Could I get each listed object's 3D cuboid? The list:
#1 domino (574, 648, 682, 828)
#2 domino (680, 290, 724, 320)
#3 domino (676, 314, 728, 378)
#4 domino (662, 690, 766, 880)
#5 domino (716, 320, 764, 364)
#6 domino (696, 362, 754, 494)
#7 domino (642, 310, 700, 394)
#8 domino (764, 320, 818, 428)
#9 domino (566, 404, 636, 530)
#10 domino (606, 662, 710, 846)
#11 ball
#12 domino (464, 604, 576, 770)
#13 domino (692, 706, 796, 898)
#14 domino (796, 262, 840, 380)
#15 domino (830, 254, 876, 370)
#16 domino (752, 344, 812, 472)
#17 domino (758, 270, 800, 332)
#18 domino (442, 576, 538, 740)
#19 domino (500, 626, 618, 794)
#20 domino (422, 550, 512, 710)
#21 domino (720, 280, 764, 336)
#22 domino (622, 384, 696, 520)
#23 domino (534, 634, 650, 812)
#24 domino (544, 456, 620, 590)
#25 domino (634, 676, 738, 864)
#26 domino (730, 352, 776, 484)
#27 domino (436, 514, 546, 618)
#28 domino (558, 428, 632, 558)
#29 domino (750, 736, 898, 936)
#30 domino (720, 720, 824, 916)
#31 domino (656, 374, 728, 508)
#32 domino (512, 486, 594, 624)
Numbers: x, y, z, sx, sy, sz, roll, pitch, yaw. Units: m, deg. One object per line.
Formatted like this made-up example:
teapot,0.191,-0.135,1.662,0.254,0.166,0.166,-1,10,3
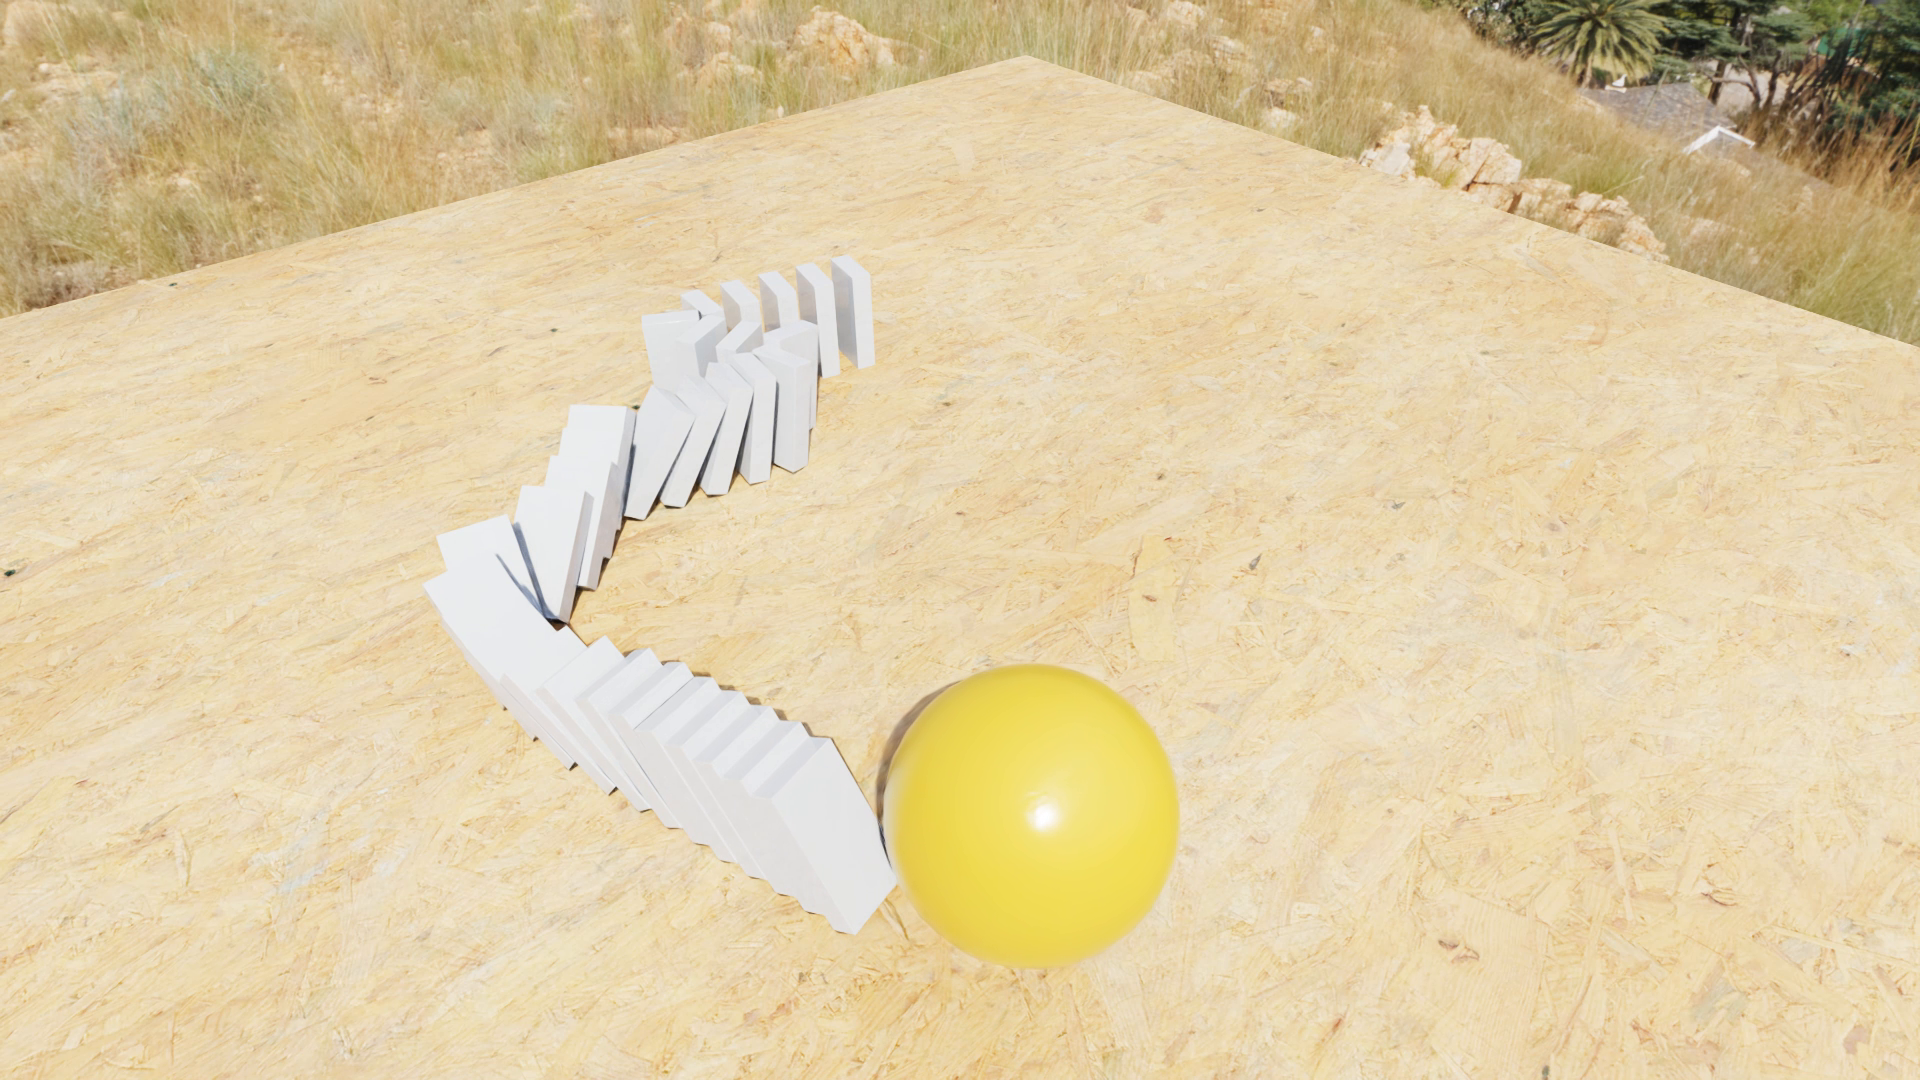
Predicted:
domino,-0.093,0.061,0.340,0.010,0.050,0.025,-13,24,45
domino,-0.119,-0.090,0.522,0.009,0.050,0.025,-26,46,-28
domino,-0.115,-0.074,0.502,0.009,0.050,0.025,15,42,18
domino,-0.064,0.072,0.325,0.009,0.050,0.025,-6,28,43
domino,-0.097,-0.071,0.498,0.010,0.050,0.025,12,41,14
domino,-0.103,-0.047,0.469,0.010,0.050,0.025,-2,34,-39
domino,-0.130,-0.081,0.510,0.025,0.050,0.009,-8,40,-10
domino,-0.076,-0.071,0.496,0.010,0.050,0.025,24,36,26
domino,-0.151,-0.030,0.455,0.025,0.010,0.050,3,80,10
domino,-0.082,0.065,0.334,0.009,0.050,0.025,-8,27,43
ball,0.019,0.074,0.298,0.080,0.080,0.080,0,39,0
domino,-0.136,0.048,0.363,0.050,0.010,0.025,47,52,0
domino,-0.054,0.076,0.320,0.010,0.050,0.025,-6,28,43
domino,-0.070,-0.108,0.543,0.010,0.050,0.025,-19,43,-21
domino,-0.054,-0.114,0.550,0.009,0.050,0.025,-20,43,-23
domino,-0.078,-0.057,0.481,0.025,0.050,0.009,25,36,27
domino,-0.087,-0.102,0.537,0.009,0.050,0.025,-19,43,-22
domino,-0.149,0.040,0.373,0.025,0.009,0.050,-38,87,-34
domino,-0.121,0.055,0.356,0.050,0.010,0.025,46,50,0
domino,-0.162,0.031,0.383,0.025,0.010,0.050,-33,85,-30
domino,-0.103,-0.097,0.529,0.010,0.050,0.025,-21,44,-23
domino,-0.130,-0.037,0.460,0.010,0.050,0.025,16,18,-48
domino,-0.107,0.058,0.346,0.009,0.050,0.025,-25,16,48
domino,-0.151,-0.007,0.429,0.025,0.010,0.050,6,77,7
domino,-0.073,0.069,0.329,0.010,0.050,0.025,-6,28,43
domino,-0.091,-0.053,0.475,0.009,0.050,0.025,-14,40,-32
domino,-0.168,0.018,0.398,0.025,0.010,0.050,-20,80,-18
domino,-0.150,-0.019,0.443,0.025,0.009,0.050,6,80,7
domino,-0.036,0.083,0.311,0.009,0.050,0.025,-6,28,43
domino,-0.045,0.080,0.316,0.009,0.050,0.025,-6,28,43
domino,-0.117,-0.042,0.465,0.009,0.050,0.025,9,26,-44
domino,-0.157,0.005,0.416,0.025,0.009,0.050,5,74,6
